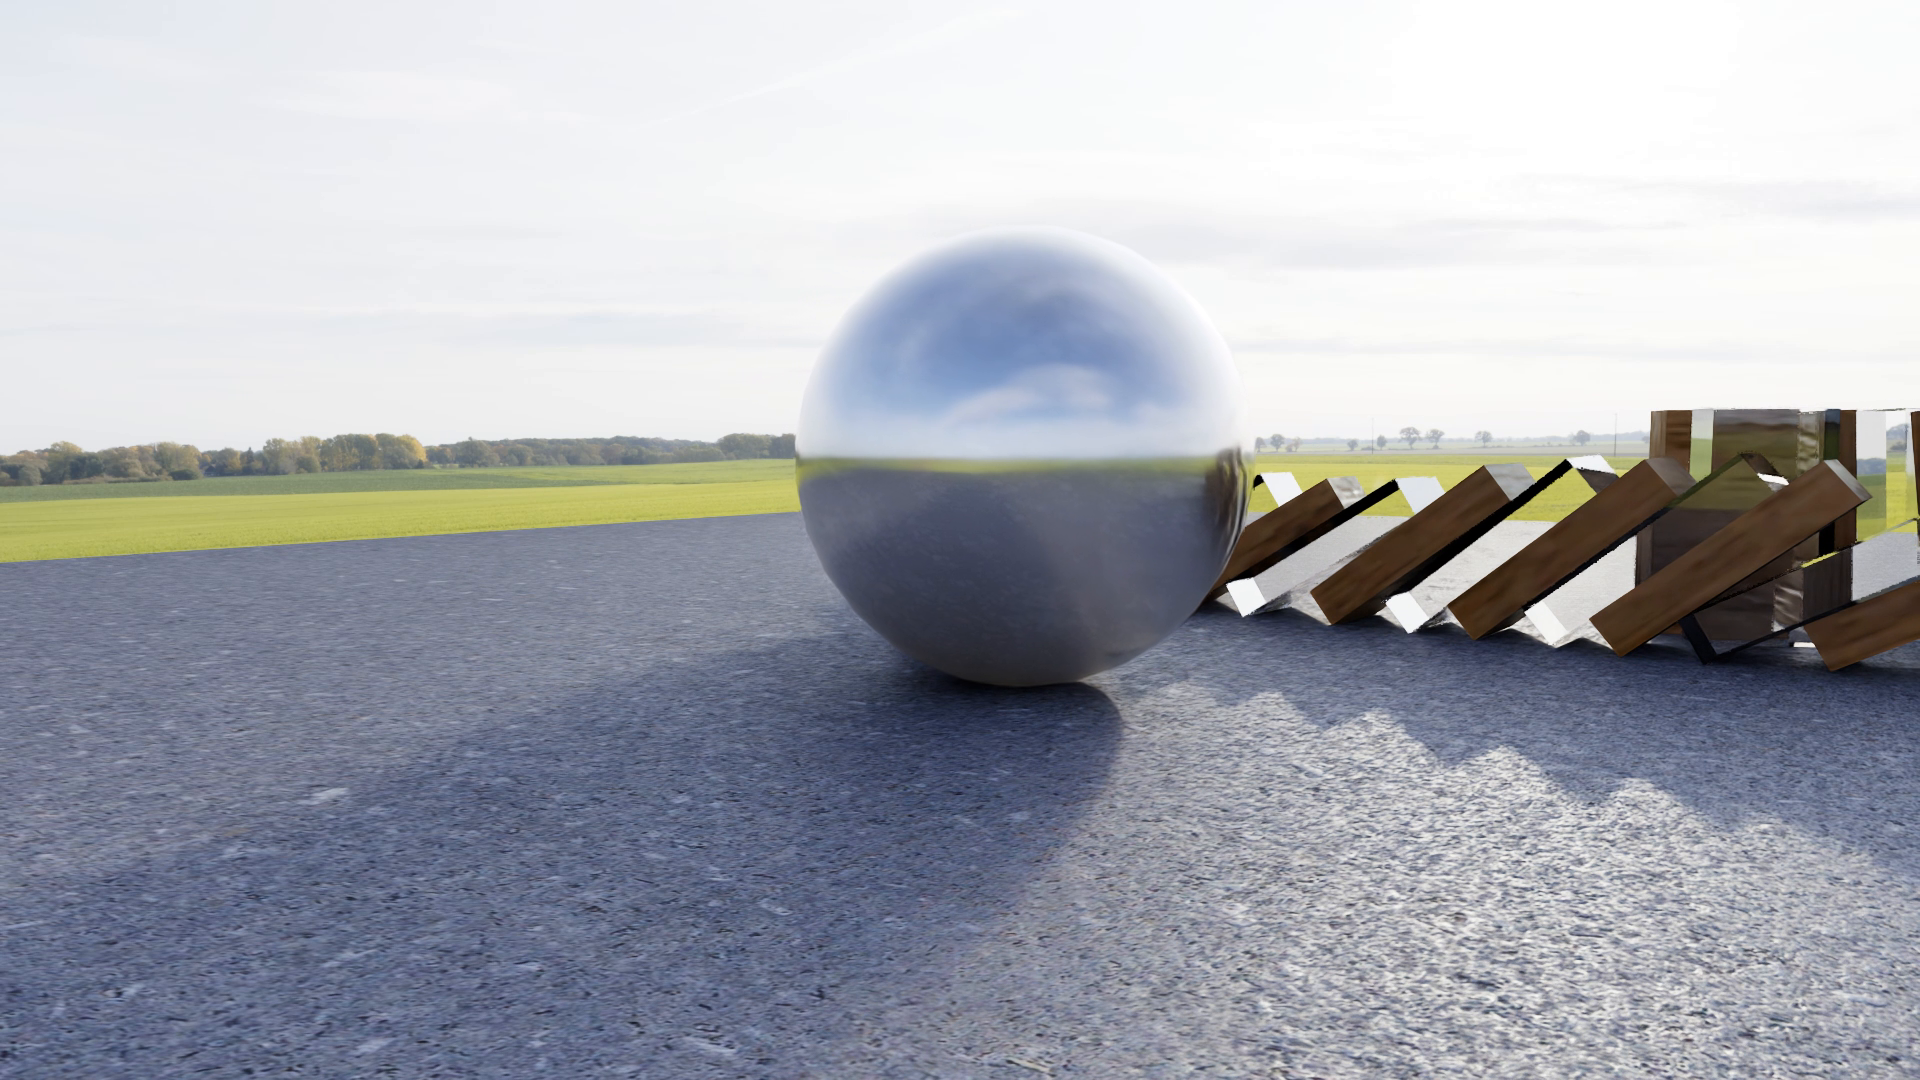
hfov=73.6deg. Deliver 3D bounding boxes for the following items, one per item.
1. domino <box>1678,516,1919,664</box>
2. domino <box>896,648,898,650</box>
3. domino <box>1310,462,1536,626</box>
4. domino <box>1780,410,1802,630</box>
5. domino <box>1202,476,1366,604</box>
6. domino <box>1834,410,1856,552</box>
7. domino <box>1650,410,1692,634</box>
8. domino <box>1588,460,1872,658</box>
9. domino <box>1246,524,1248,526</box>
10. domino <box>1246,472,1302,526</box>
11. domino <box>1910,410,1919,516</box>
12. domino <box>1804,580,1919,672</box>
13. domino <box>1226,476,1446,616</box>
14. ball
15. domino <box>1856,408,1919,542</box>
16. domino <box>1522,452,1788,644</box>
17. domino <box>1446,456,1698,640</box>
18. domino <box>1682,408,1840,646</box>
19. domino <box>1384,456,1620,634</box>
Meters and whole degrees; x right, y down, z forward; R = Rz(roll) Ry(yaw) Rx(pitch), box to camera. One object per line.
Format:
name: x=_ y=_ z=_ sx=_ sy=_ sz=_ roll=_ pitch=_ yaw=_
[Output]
domino: x=0.166 y=0.008 z=0.243 sx=0.050 sy=0.010 sz=0.025 roll=-34 pitch=-18 yaw=35
domino: x=-0.001 y=-0.002 z=0.273 sx=0.025 sy=0.050 sz=0.009 roll=0 pitch=-28 yaw=1
domino: x=0.108 y=0.001 z=0.298 sx=0.025 sy=0.009 sz=0.050 roll=-5 pitch=-31 yaw=-49
domino: x=0.182 y=-0.005 z=0.303 sx=0.010 sy=0.050 sz=0.025 roll=-2 pitch=5 yaw=-29
domino: x=0.078 y=0.001 z=0.327 sx=0.050 sy=0.009 sz=0.025 roll=-34 pitch=-14 yaw=29
domino: x=0.203 y=-0.005 z=0.305 sx=0.009 sy=0.050 sz=0.025 roll=-1 pitch=4 yaw=18
domino: x=0.170 y=-0.004 z=0.289 sx=0.025 sy=0.050 sz=0.009 roll=1 pitch=4 yaw=9
domino: x=0.152 y=0.004 z=0.254 sx=0.025 sy=0.009 sz=0.050 roll=-5 pitch=-33 yaw=-51
domino: x=0.056 y=0.004 z=0.367 sx=0.050 sy=0.009 sz=0.025 roll=-2 pitch=-32 yaw=-24
domino: x=0.064 y=-0.001 z=0.336 sx=0.050 sy=0.009 sz=0.025 roll=-34 pitch=-14 yaw=28
domino: x=0.224 y=-0.004 z=0.279 sx=0.025 sy=0.050 sz=0.010 roll=-1 pitch=-4 yaw=-11
domino: x=0.183 y=0.008 z=0.232 sx=0.050 sy=0.010 sz=0.025 roll=-35 pitch=-19 yaw=37
domino: x=0.092 y=0.002 z=0.312 sx=0.025 sy=0.009 sz=0.050 roll=-5 pitch=-26 yaw=-49
ball: x=0.011 y=-0.014 z=0.226 sx=0.080 sy=0.080 sz=0.080 roll=0 pitch=4 yaw=0
domino: x=0.216 y=-0.005 z=0.293 sx=0.025 sy=0.050 sz=0.009 roll=-3 pitch=2 yaw=-33
domino: x=0.142 y=0.002 z=0.263 sx=0.025 sy=0.010 sz=0.050 roll=-6 pitch=-33 yaw=-50
domino: x=0.131 y=0.002 z=0.275 sx=0.025 sy=0.009 sz=0.050 roll=-7 pitch=-32 yaw=-49
domino: x=0.170 y=-0.003 z=0.273 sx=0.025 sy=0.050 sz=0.010 roll=0 pitch=4 yaw=5
domino: x=0.121 y=0.001 z=0.285 sx=0.025 sy=0.009 sz=0.050 roll=-7 pitch=-32 yaw=-49
